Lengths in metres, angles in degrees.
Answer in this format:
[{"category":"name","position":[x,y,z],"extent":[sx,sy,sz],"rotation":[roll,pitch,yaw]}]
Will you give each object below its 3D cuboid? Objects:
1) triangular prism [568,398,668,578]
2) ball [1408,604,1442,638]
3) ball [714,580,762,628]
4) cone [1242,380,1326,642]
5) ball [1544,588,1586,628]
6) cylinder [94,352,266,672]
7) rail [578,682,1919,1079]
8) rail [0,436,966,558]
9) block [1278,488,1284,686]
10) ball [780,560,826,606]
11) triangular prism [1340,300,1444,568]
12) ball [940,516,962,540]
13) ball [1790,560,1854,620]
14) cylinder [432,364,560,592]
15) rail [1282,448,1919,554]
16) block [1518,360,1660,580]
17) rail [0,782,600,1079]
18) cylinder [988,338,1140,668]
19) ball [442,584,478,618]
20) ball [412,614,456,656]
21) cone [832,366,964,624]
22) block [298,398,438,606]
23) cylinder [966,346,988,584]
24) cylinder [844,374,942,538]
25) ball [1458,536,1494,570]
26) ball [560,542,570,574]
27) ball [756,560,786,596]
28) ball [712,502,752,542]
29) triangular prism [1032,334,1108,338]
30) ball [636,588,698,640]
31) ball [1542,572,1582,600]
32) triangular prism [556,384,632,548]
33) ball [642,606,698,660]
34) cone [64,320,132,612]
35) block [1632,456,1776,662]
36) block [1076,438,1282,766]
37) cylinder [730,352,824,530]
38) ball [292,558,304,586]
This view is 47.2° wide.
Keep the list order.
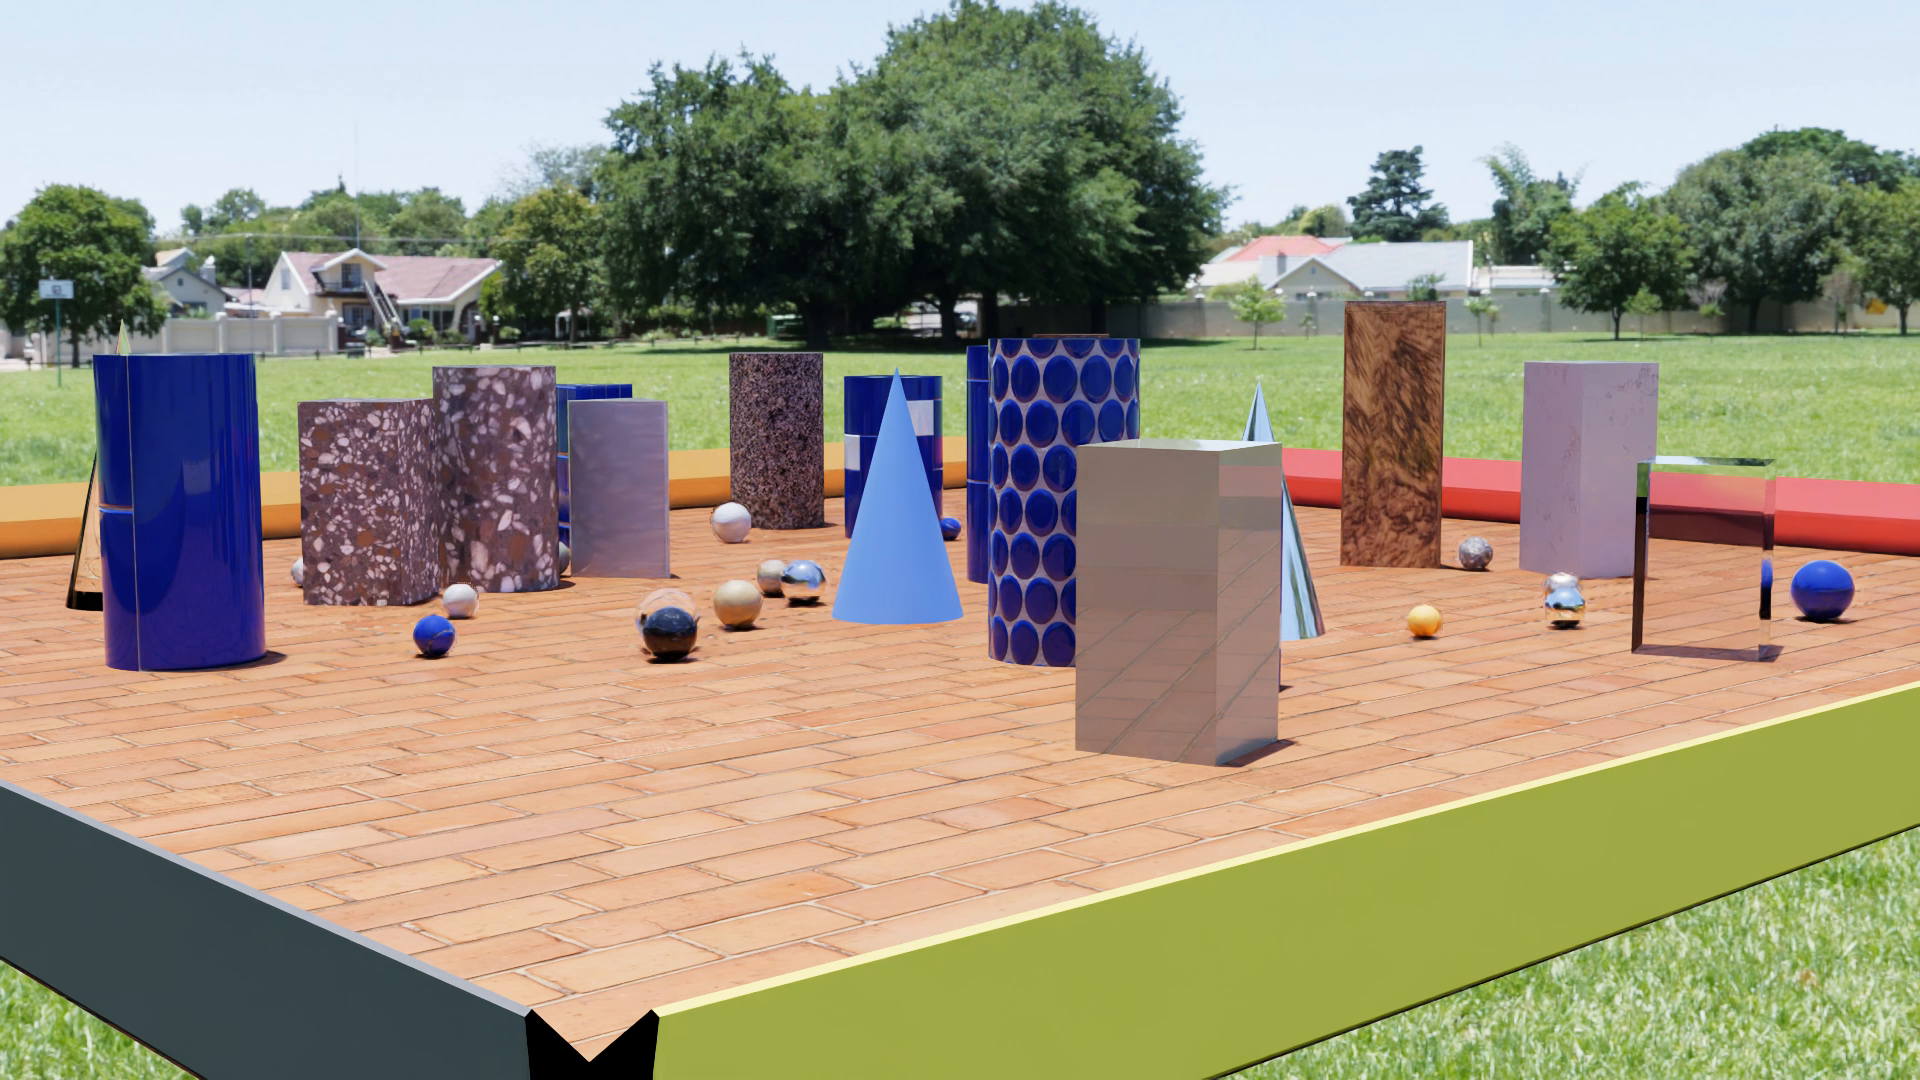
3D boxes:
[{"category":"triangular prism","position":[-0.557,-0.091,3.718],"extent":[0.168,0.294,0.145],"rotation":[1,6,8]},{"category":"ball","position":[0.631,0.111,2.987],"extent":[0.045,0.045,0.045],"rotation":[0,6,0]},{"category":"ball","position":[-0.311,0.089,3.077],"extent":[0.068,0.068,0.068],"rotation":[0,6,0]},{"category":"cone","position":[0.411,-0.047,3.036],"extent":[0.194,0.348,0.194],"rotation":[0,6,0]},{"category":"ball","position":[0.847,0.095,3.078],"extent":[0.057,0.057,0.057],"rotation":[0,6,0]},{"category":"cylinder","position":[-0.986,-0.041,2.784],"extent":[0.194,0.388,0.194],"rotation":[0,6,0]},{"category":"rail","position":[1.087,0.156,2.161],"extent":[3.463,0.126,0.045],"rotation":[-6,8,-42]},{"category":"rail","position":[-1.087,-0.090,4.503],"extent":[3.463,0.126,0.045],"rotation":[-6,8,-42]},{"category":"block","position":[0.276,0.059,2.570],"extent":[0.155,0.235,0.155],"rotation":[3,7,29]},{"category":"ball","position":[-0.236,0.064,3.321],"extent":[0.069,0.069,0.069],"rotation":[0,6,0]},{"category":"triangular prism","position":[0.765,-0.188,3.856],"extent":[0.168,0.458,0.145],"rotation":[2,6,16]},{"category":"ball","position":[-0.021,-0.022,4.246],"extent":[0.046,0.046,0.046],"rotation":[0,6,0]},{"category":"ball","position":[1.239,0.072,3.159],"extent":[0.087,0.087,0.087],"rotation":[0,6,0]},{"category":"cylinder","position":[-0.746,-0.103,3.543],"extent":[0.194,0.354,0.194],"rotation":[0,6,0]},{"category":"rail","position":[1.255,-0.088,4.484],"extent":[0.045,0.126,3.252],"rotation":[-6,8,-42]},{"category":"block","position":[1.061,-0.122,3.715],"extent":[0.155,0.356,0.155],"rotation":[-3,6,-23]},{"category":"rail","position":[-1.255,0.154,2.180],"extent":[0.045,0.126,3.252],"rotation":[-6,8,-42]},{"category":"cylinder","position":[0.133,-0.054,2.819],"extent":[0.194,0.407,0.194],"rotation":[0,6,0]},{"category":"ball","position":[-0.723,0.088,3.178],"extent":[0.051,0.051,0.051],"rotation":[0,6,0]},{"category":"ball","position":[-0.677,0.123,2.830],"extent":[0.053,0.053,0.053],"rotation":[0,6,0]},{"category":"cone","position":[-0.091,-0.071,3.193],"extent":[0.194,0.364,0.194],"rotation":[0,6,0]},{"category":"block","position":[-0.906,-0.062,3.375],"extent":[0.155,0.307,0.155],"rotation":[1,6,7]},{"category":"cylinder","position":[0.107,-0.127,3.624],"extent":[0.194,0.384,0.194],"rotation":[0,6,0]},{"category":"cylinder","position":[-0.130,-0.164,4.316],"extent":[0.194,0.314,0.194],"rotation":[0,6,0]},{"category":"ball","position":[0.882,0.023,3.761],"extent":[0.058,0.058,0.058],"rotation":[0,6,0]},{"category":"ball","position":[-0.682,0.030,3.668],"extent":[0.063,0.063,0.063],"rotation":[0,6,0]},{"category":"ball","position":[-0.290,0.059,3.431],"extent":[0.056,0.056,0.056],"rotation":[0,6,0]},{"category":"ball","position":[-0.437,-0.033,4.211],"extent":[0.076,0.076,0.076],"rotation":[0,6,0]},{"category":"triangular prism","position":[0.253,-0.209,4.354],"extent":[0.168,0.395,0.145],"rotation":[4,7,35]},{"category":"ball","position":[-0.384,0.103,2.879],"extent":[0.082,0.082,0.082],"rotation":[0,6,0]},{"category":"ball","position":[0.894,0.076,3.264],"extent":[0.055,0.055,0.055],"rotation":[0,6,0]},{"category":"triangular prism","position":[-0.686,-0.143,4.164],"extent":[0.145,0.304,0.168],"rotation":[-4,7,-33]},{"category":"ball","position":[-0.368,0.119,2.793],"extent":[0.069,0.069,0.069],"rotation":[0,6,0]},{"category":"cone","position":[-1.258,-0.119,3.323],"extent":[0.194,0.431,0.194],"rotation":[0,6,0]},{"category":"block","position":[0.973,0.021,2.873],"extent":[0.155,0.248,0.155],"rotation":[3,7,25]},{"category":"block","position":[0.223,0.057,2.236],"extent":[0.155,0.309,0.155],"rotation":[4,7,31]},{"category":"cylinder","position":[-0.378,-0.208,4.539],"extent":[0.194,0.355,0.194],"rotation":[0,6,0]},{"category":"ball","position":[-1.051,0.051,3.539],"extent":[0.048,0.048,0.048],"rotation":[0,6,0]}]
